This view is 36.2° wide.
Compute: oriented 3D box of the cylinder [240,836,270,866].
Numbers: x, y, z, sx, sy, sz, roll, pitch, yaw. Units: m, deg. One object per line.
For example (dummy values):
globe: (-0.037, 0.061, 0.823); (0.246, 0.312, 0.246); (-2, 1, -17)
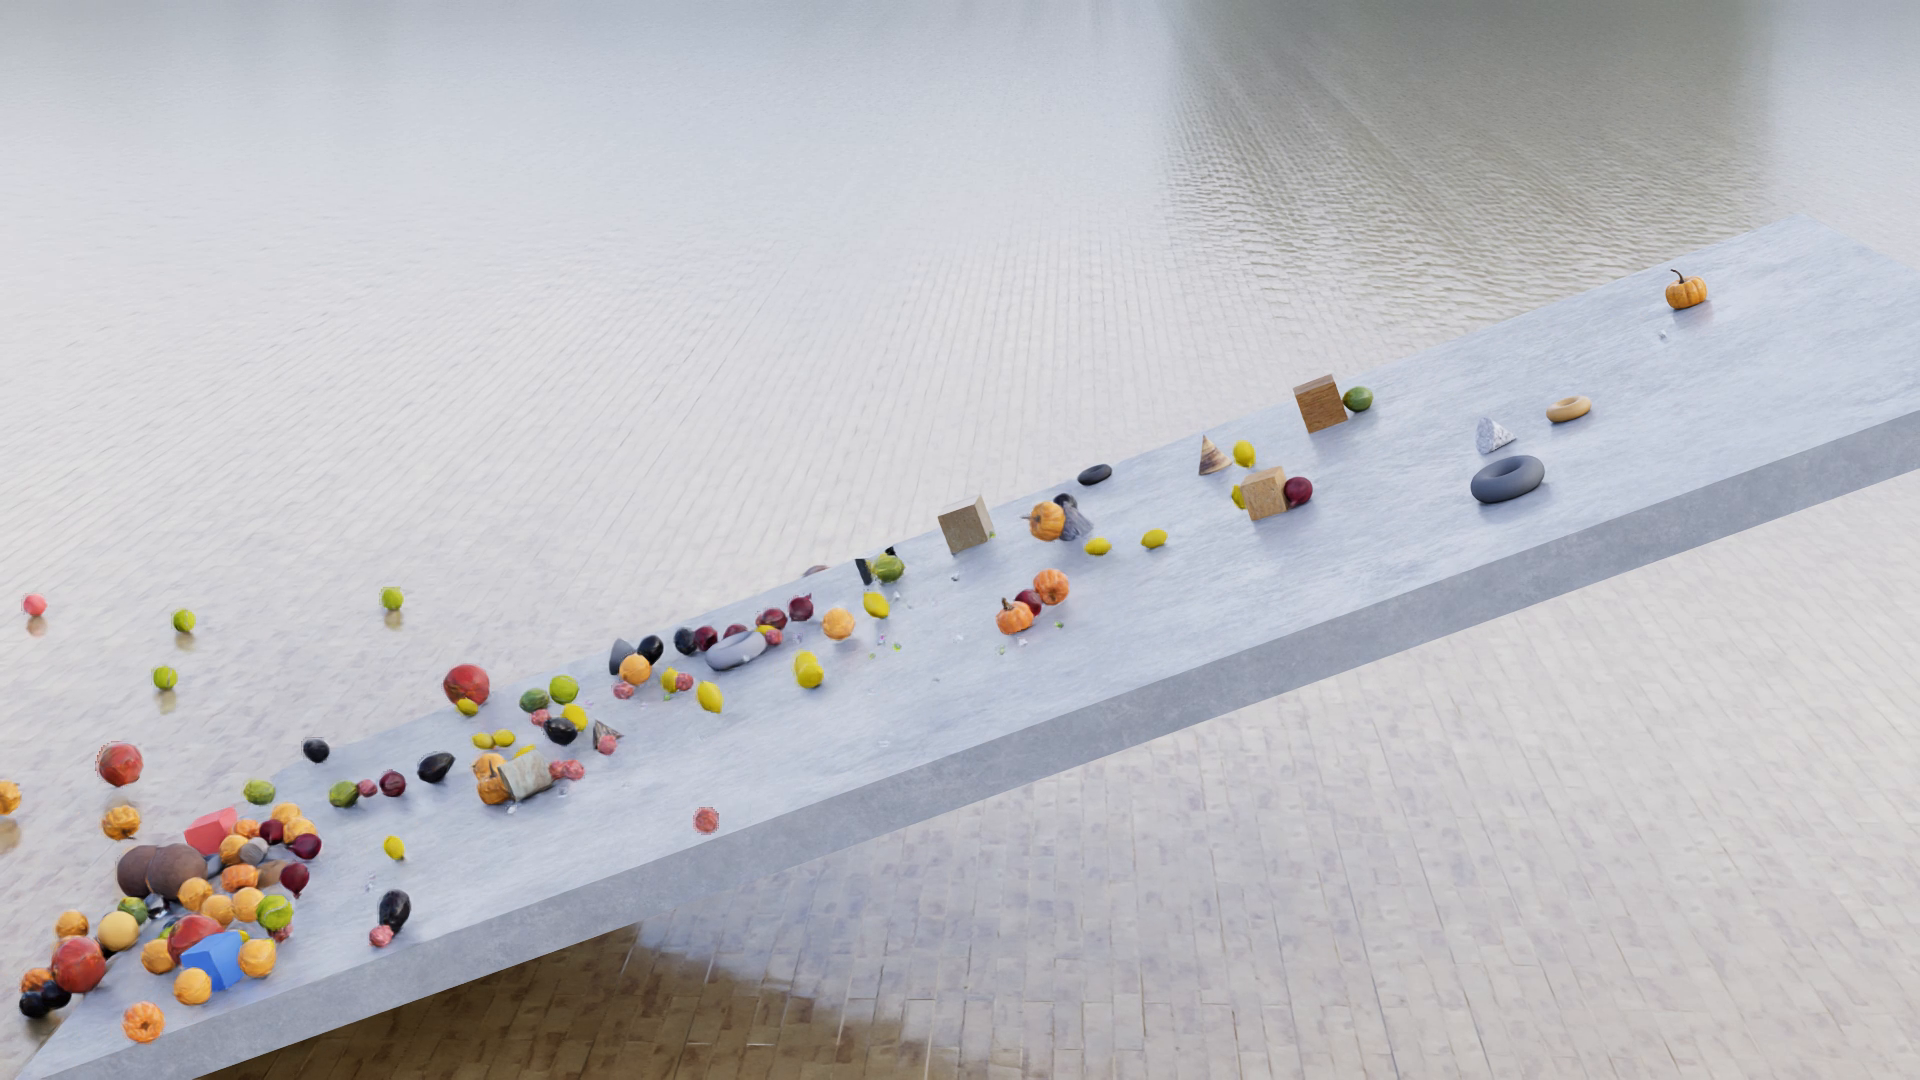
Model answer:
cylinder: (-1.576, 0.695, 6.570); (0.052, 0.052, 0.052); (0, 8, 2)

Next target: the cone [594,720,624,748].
cone: (-0.763, 0.425, 6.411); (0.065, 0.065, 0.065); (4, 12, -11)

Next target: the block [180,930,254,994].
block: (-1.439, 0.818, 5.699); (0.084, 0.084, 0.084); (-14, 14, 33)

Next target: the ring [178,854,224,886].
ring: (-1.712, 0.744, 6.635); (0.114, 0.038, 0.114); (-22, 12, 5)

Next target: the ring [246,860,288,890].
ring: (-1.497, 0.724, 6.357); (0.098, 0.033, 0.098); (-20, 15, 5)

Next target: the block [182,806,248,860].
block: (-1.713, 0.684, 6.771); (0.094, 0.094, 0.094); (-19, 12, 10)

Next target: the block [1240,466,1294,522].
block: (0.642, -0.098, 6.156); (0.079, 0.079, 0.079); (-17, 13, 22)

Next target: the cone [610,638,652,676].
cone: (-0.780, 0.286, 7.042); (0.093, 0.093, 0.093); (9, 15, 10)

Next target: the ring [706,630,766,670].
ring: (-0.511, 0.251, 6.706); (0.146, 0.049, 0.146); (-20, 13, 5)

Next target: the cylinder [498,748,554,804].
cylinder: (-0.918, 0.499, 6.213); (0.086, 0.086, 0.086); (-28, 23, -18)

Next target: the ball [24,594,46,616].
ball: (-2.934, 0.206, 9.329); (0.070, 0.070, 0.070); (0, 13, 0)

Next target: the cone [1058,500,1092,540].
cone: (0.247, -0.055, 6.607); (0.083, 0.083, 0.083); (-16, 28, 9)

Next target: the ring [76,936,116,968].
ring: (-1.850, 0.877, 6.366); (0.137, 0.046, 0.137); (-32, 10, 6)

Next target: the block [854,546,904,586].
block: (-0.192, 0.061, 6.940); (0.071, 0.071, 0.071); (-28, 13, -29)

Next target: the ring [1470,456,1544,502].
ring: (1.042, -0.116, 5.600); (0.145, 0.048, 0.145); (-21, 15, 6)

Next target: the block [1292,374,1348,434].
block: (0.828, -0.313, 6.758); (0.096, 0.096, 0.096); (-20, 12, 7)

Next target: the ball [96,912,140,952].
ball: (-1.789, 0.832, 6.251); (0.087, 0.087, 0.087); (0, 13, 0)

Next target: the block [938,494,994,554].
block: (0.014, -0.039, 6.966); (0.095, 0.095, 0.095); (-18, 12, 15)

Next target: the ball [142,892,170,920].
ball: (-1.754, 0.799, 6.412); (0.058, 0.058, 0.058); (0, 13, 0)

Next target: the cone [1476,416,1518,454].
cone: (1.098, -0.210, 5.960); (0.078, 0.078, 0.078); (3, 12, -19)

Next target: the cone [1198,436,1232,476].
cone: (0.572, -0.204, 6.746); (0.085, 0.085, 0.085); (-21, 12, 4)

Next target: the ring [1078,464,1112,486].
ring: (0.326, -0.158, 7.116); (0.087, 0.029, 0.087); (-20, 13, 5)

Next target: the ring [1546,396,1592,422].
ring: (1.238, -0.267, 5.980); (0.094, 0.031, 0.094); (-19, 12, 4)

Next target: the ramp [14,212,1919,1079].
ramp: (0.119, 0.175, 6.294); (4.000, 0.100, 2.000); (-20, 12, 7)
